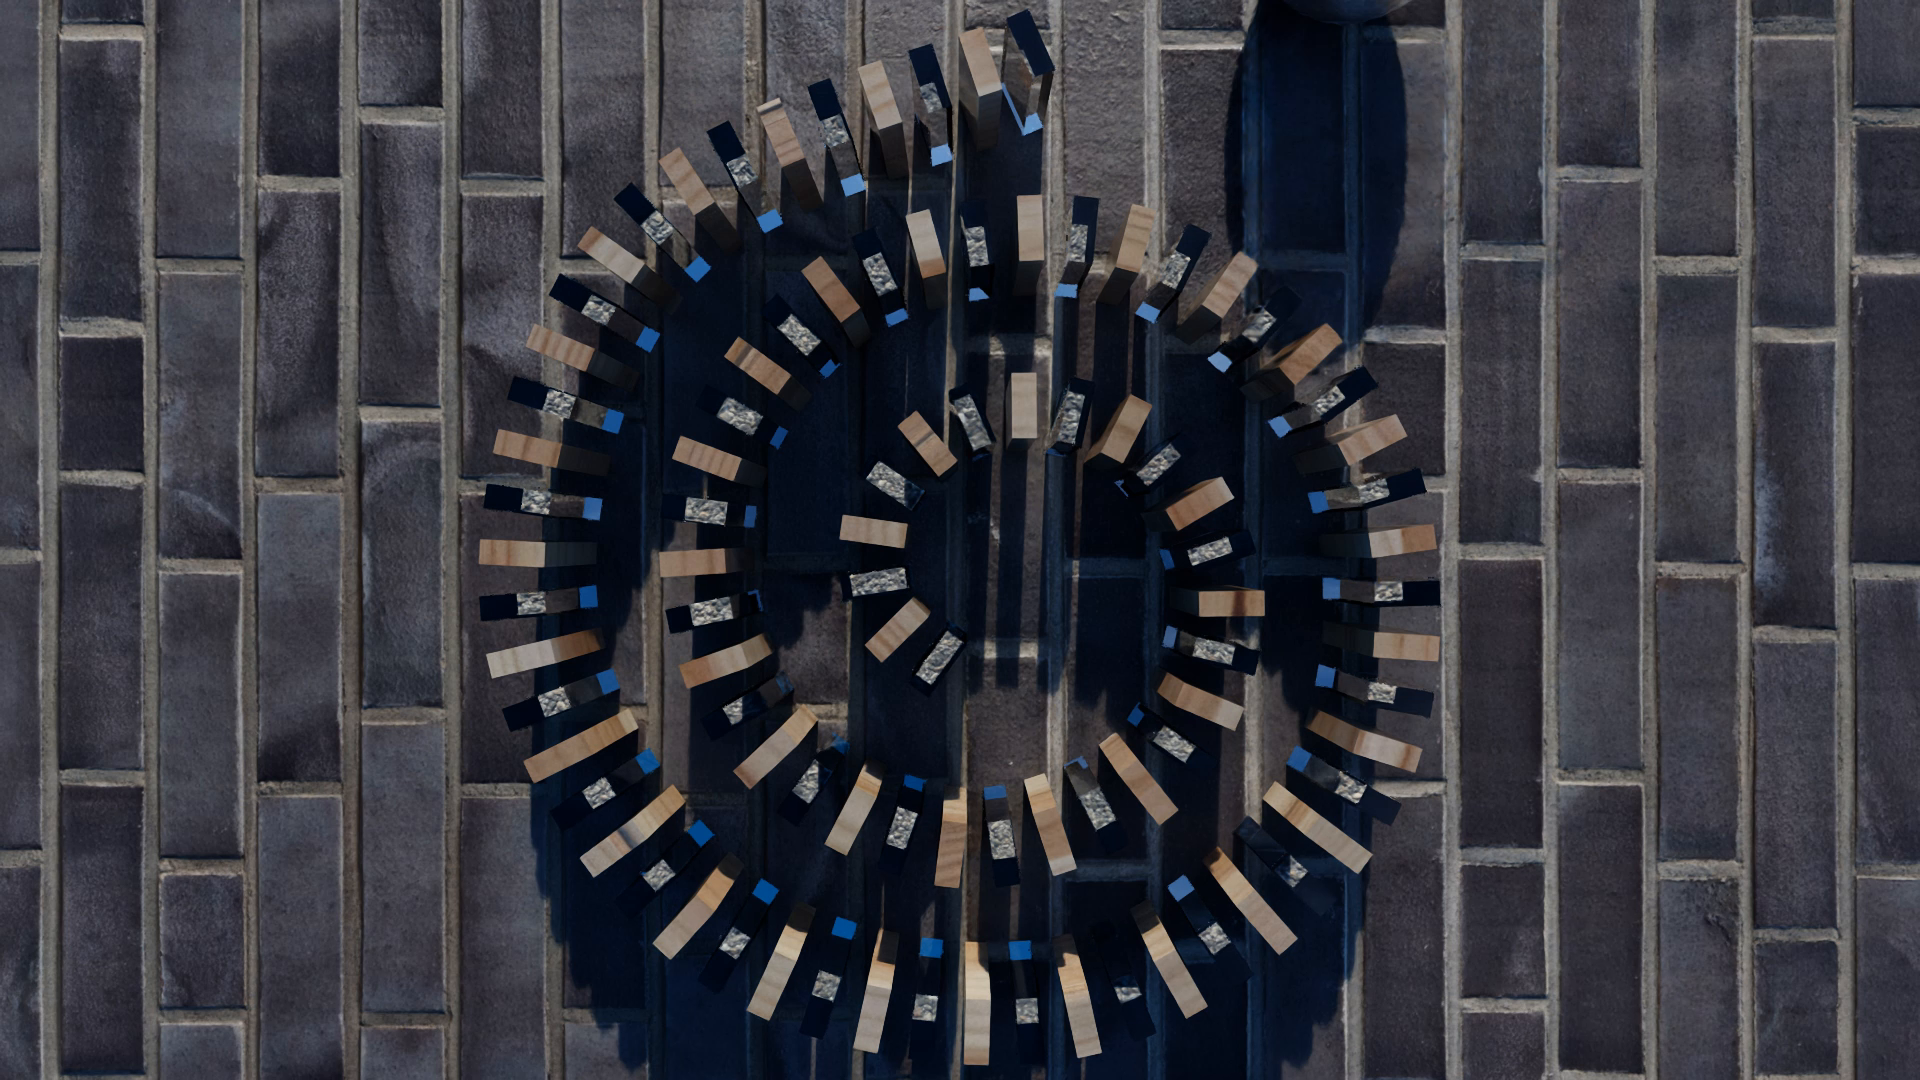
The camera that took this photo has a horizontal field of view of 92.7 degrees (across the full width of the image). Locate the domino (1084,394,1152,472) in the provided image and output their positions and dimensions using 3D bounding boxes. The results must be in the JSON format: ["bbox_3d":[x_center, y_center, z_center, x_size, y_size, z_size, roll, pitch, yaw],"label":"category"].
[{"bbox_3d":[0.064,-0.042,0.375,0.010,0.050,0.025,27,90,0],"label":"domino"}]

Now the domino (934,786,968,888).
[{"bbox_3d":[-0.004,0.120,0.375,0.009,0.050,0.025,7,90,0],"label":"domino"}]

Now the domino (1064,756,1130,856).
[{"bbox_3d":[0.055,0.107,0.375,0.010,0.050,0.025,-27,90,0],"label":"domino"}]

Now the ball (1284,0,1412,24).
[{"bbox_3d":[0.158,-0.248,0.360,0.080,0.080,0.080,0,90,0],"label":"ball"}]

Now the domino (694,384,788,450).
[{"bbox_3d":[-0.088,-0.050,0.375,0.025,0.050,0.009,29,90,0],"label":"domino"}]

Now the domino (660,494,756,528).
[{"bbox_3d":[-0.102,-0.012,0.375,0.025,0.050,0.009,7,90,0],"label":"domino"}]

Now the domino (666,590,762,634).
[{"bbox_3d":[-0.099,0.029,0.375,0.025,0.050,0.010,-12,90,0],"label":"domino"}]

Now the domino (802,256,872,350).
[{"bbox_3d":[-0.049,-0.096,0.375,0.010,0.050,0.025,-37,90,0],"label":"domino"}]

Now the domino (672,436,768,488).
[{"bbox_3d":[-0.097,-0.031,0.375,0.025,0.050,0.010,20,90,0],"label":"domino"}]

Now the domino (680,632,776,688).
[{"bbox_3d":[-0.094,0.048,0.375,0.025,0.050,0.009,-19,90,0],"label":"domino"}]

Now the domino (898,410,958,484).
[{"bbox_3d":[-0.012,-0.037,0.375,0.010,0.050,0.025,-39,90,0],"label":"domino"}]

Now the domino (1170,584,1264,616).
[{"bbox_3d":[0.104,0.024,0.375,0.025,0.050,0.009,-1,90,0],"label":"domino"}]

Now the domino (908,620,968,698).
[{"bbox_3d":[-0.008,0.047,0.375,0.010,0.050,0.025,36,90,0],"label":"domino"}]

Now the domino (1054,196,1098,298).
[{"bbox_3d":[0.047,-0.119,0.375,0.009,0.050,0.025,5,90,0],"label":"domino"}]

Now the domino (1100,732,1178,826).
[{"bbox_3d":[0.072,0.096,0.375,0.010,0.050,0.025,-39,90,0],"label":"domino"}]

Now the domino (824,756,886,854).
[{"bbox_3d":[-0.042,0.107,0.375,0.009,0.050,0.025,28,90,0],"label":"domino"}]

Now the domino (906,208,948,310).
[{"bbox_3d":[-0.013,-0.113,0.375,0.009,0.050,0.025,-16,90,0],"label":"domino"}]

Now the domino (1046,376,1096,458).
[{"bbox_3d":[0.045,-0.049,0.375,0.009,0.050,0.025,13,90,0],"label":"domino"}]

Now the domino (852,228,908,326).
[{"bbox_3d":[-0.032,-0.106,0.375,0.009,0.050,0.025,-25,90,0],"label":"domino"}]

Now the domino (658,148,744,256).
[{"bbox_3d":[-0.104,-0.137,0.375,0.009,0.050,0.025,-33,90,0],"label":"domino"}]

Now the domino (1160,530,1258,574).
[{"bbox_3d":[0.100,0.005,0.375,0.025,0.050,0.010,-19,90,0],"label":"domino"}]

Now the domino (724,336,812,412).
[{"bbox_3d":[-0.077,-0.067,0.375,0.025,0.050,0.010,36,90,0],"label":"domino"}]

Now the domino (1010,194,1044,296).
[{"bbox_3d":[0.027,-0.119,0.375,0.010,0.050,0.025,-2,90,0],"label":"domino"}]

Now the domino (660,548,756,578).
[{"bbox_3d":[-0.102,0.009,0.375,0.025,0.050,0.010,-4,90,0],"label":"domino"}]

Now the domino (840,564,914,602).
[{"bbox_3d":[-0.033,0.017,0.375,0.025,0.050,0.009,-9,90,0],"label":"domino"}]

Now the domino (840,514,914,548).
[{"bbox_3d":[-0.033,-0.003,0.375,0.025,0.050,0.009,8,90,0],"label":"domino"}]

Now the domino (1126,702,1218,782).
[{"bbox_3d":[0.086,0.082,0.375,0.025,0.050,0.010,34,90,0],"label":"domino"}]

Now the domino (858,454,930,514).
[{"bbox_3d":[-0.026,-0.022,0.375,0.025,0.050,0.009,34,90,0],"label":"domino"}]

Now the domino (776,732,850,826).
[{"bbox_3d":[-0.059,0.097,0.375,0.010,0.050,0.025,36,90,0],"label":"domino"}]

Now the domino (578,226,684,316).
[{"bbox_3d":[-0.133,-0.109,0.375,0.025,0.050,0.009,35,90,0],"label":"domino"}]

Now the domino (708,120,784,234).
[{"bbox_3d":[-0.087,-0.147,0.375,0.010,0.050,0.025,-27,90,0],"label":"domino"}]

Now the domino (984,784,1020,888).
[{"bbox_3d":[0.017,0.120,0.375,0.010,0.050,0.025,-8,90,0],"label":"domino"}]

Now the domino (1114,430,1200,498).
[{"bbox_3d":[0.080,-0.030,0.375,0.025,0.050,0.010,-42,90,0],"label":"domino"}]

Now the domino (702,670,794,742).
[{"bbox_3d":[-0.086,0.067,0.375,0.025,0.050,0.010,-29,90,0],"label":"domino"}]

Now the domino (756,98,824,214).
[{"bbox_3d":[-0.069,-0.156,0.375,0.010,0.050,0.025,-23,90,0],"label":"domino"}]

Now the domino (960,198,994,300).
[{"bbox_3d":[0.007,-0.117,0.375,0.010,0.050,0.025,-9,90,0],"label":"domino"}]

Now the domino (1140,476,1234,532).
[{"bbox_3d":[0.092,-0.014,0.375,0.025,0.050,0.010,-31,90,0],"label":"domino"}]

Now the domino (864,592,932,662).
[{"bbox_3d":[-0.024,0.035,0.375,0.025,0.050,0.010,-44,90,0],"label":"domino"}]

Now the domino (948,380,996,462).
[{"bbox_3d":[0.005,-0.048,0.375,0.009,0.050,0.025,-23,90,0],"label":"domino"}]

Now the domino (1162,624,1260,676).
[{"bbox_3d":[0.102,0.044,0.375,0.025,0.050,0.009,13,90,0],"label":"domino"}]

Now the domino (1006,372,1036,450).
[{"bbox_3d":[0.025,-0.051,0.375,0.009,0.050,0.025,0,90,0],"label":"domino"}]

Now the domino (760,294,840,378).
[{"bbox_3d":[-0.064,-0.082,0.375,0.025,0.050,0.010,43,90,0],"label":"domino"}]

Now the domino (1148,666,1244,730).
[{"bbox_3d":[0.095,0.064,0.375,0.025,0.050,0.009,23,90,0],"label":"domino"}]

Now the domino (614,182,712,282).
[{"bbox_3d":[-0.120,-0.125,0.375,0.010,0.050,0.025,-44,90,0],"label":"domino"}]

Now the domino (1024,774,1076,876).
[{"bbox_3d":[0.036,0.115,0.375,0.010,0.050,0.025,-18,90,0],"label":"domino"}]

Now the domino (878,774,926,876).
[{"bbox_3d":[-0.023,0.115,0.375,0.010,0.050,0.025,19,90,0],"label":"domino"}]

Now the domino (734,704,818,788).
[{"bbox_3d":[-0.074,0.083,0.375,0.025,0.050,0.010,-43,90,0],"label":"domino"}]
